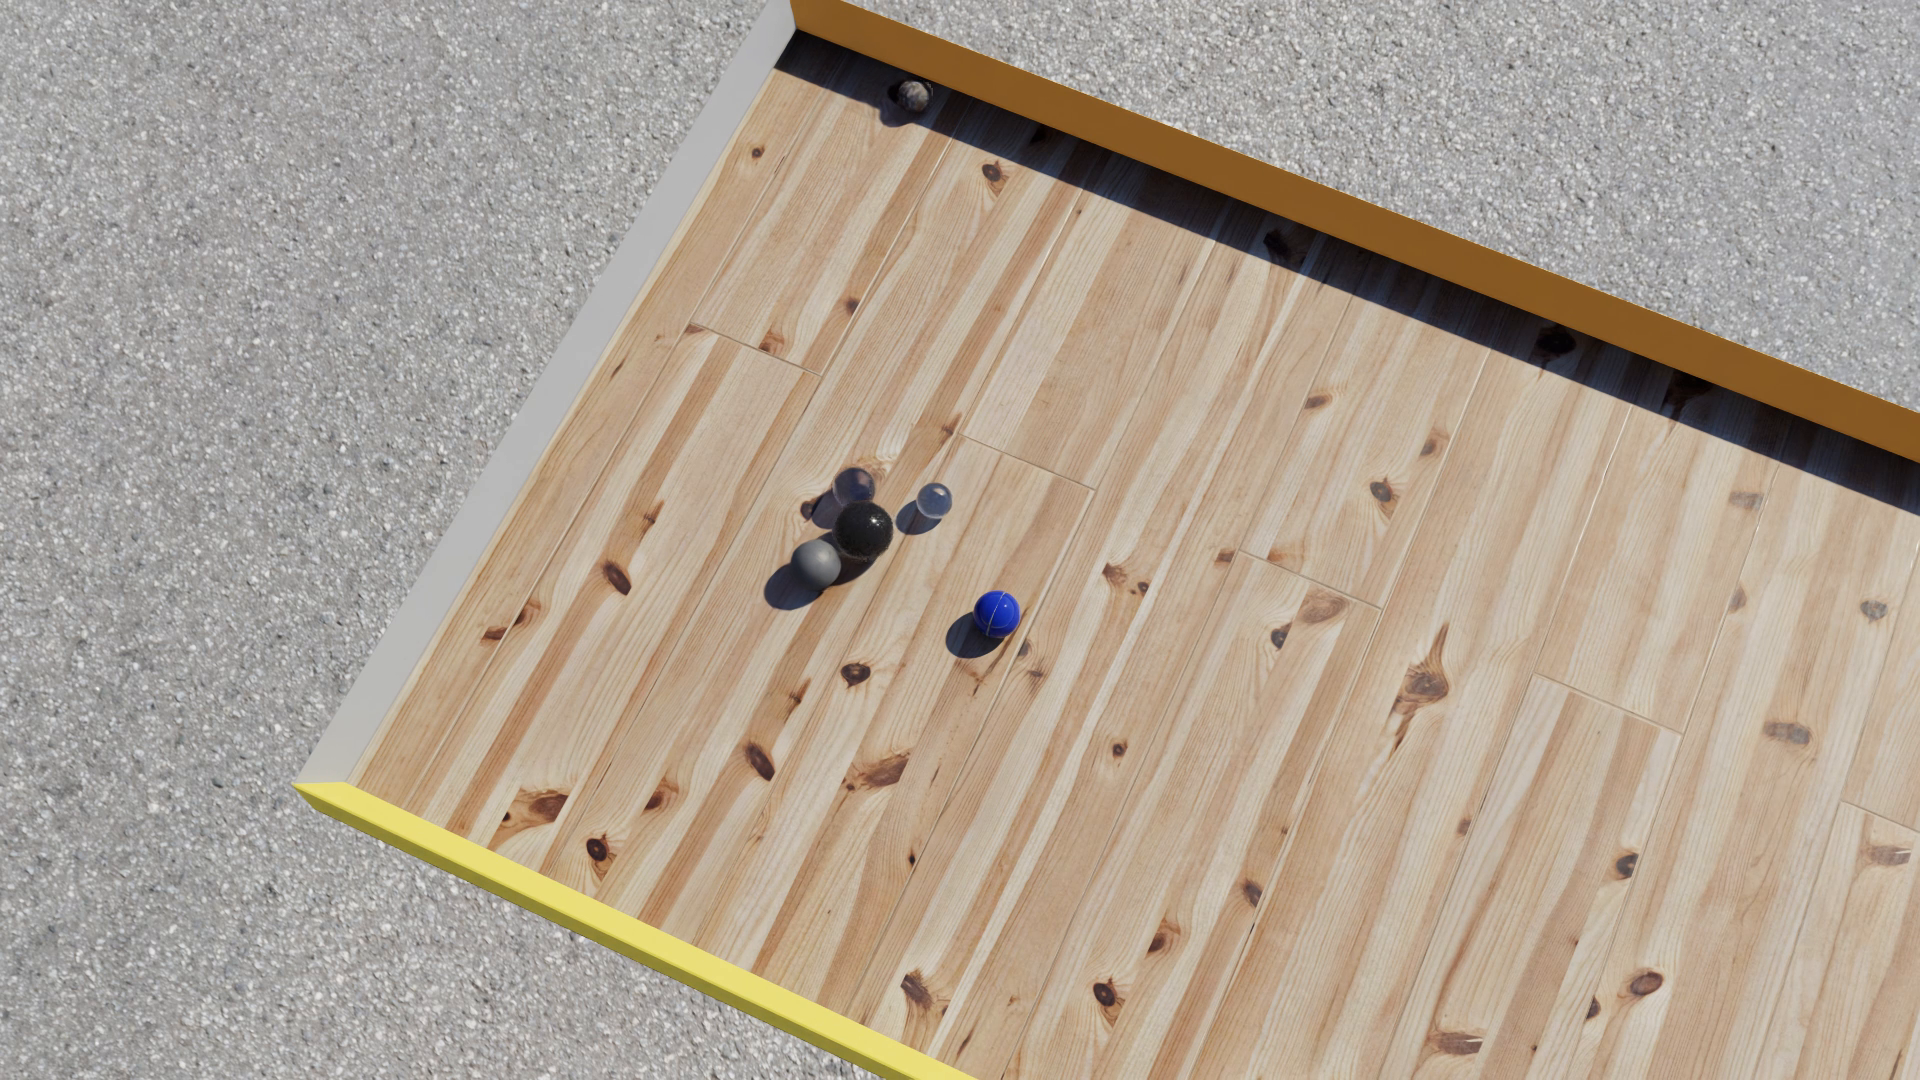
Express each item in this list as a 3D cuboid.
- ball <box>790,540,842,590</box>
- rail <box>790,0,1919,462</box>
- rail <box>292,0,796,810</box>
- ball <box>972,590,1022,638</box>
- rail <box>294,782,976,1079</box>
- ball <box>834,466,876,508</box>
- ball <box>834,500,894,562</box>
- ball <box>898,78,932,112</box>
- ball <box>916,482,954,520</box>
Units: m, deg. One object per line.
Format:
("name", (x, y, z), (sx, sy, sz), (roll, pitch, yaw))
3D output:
("ball", (-0.230, 0.039, 3.504), (0.080, 0.080, 0.080), (0, 67, 0))
("rail", (0.984, -0.389, 3.664), (2.877, 0.125, 0.045), (23, 68, 10))
("rail", (-0.631, -0.278, 3.616), (0.045, 0.125, 1.625), (23, 68, 10))
("ball", (0.058, 0.117, 3.472), (0.077, 0.077, 0.077), (0, 67, 0))
("rail", (0.321, 0.923, 3.094), (2.877, 0.125, 0.045), (23, 68, 10))
("ball", (-0.170, -0.083, 3.562), (0.071, 0.071, 0.071), (0, 67, 0))
("ball", (-0.154, -0.014, 3.518), (0.096, 0.096, 0.096), (0, 67, 0))
("ball", (-0.080, -0.783, 3.872), (0.059, 0.059, 0.059), (0, 67, 0))
("ball", (-0.041, -0.064, 3.559), (0.061, 0.061, 0.061), (0, 67, 0))
